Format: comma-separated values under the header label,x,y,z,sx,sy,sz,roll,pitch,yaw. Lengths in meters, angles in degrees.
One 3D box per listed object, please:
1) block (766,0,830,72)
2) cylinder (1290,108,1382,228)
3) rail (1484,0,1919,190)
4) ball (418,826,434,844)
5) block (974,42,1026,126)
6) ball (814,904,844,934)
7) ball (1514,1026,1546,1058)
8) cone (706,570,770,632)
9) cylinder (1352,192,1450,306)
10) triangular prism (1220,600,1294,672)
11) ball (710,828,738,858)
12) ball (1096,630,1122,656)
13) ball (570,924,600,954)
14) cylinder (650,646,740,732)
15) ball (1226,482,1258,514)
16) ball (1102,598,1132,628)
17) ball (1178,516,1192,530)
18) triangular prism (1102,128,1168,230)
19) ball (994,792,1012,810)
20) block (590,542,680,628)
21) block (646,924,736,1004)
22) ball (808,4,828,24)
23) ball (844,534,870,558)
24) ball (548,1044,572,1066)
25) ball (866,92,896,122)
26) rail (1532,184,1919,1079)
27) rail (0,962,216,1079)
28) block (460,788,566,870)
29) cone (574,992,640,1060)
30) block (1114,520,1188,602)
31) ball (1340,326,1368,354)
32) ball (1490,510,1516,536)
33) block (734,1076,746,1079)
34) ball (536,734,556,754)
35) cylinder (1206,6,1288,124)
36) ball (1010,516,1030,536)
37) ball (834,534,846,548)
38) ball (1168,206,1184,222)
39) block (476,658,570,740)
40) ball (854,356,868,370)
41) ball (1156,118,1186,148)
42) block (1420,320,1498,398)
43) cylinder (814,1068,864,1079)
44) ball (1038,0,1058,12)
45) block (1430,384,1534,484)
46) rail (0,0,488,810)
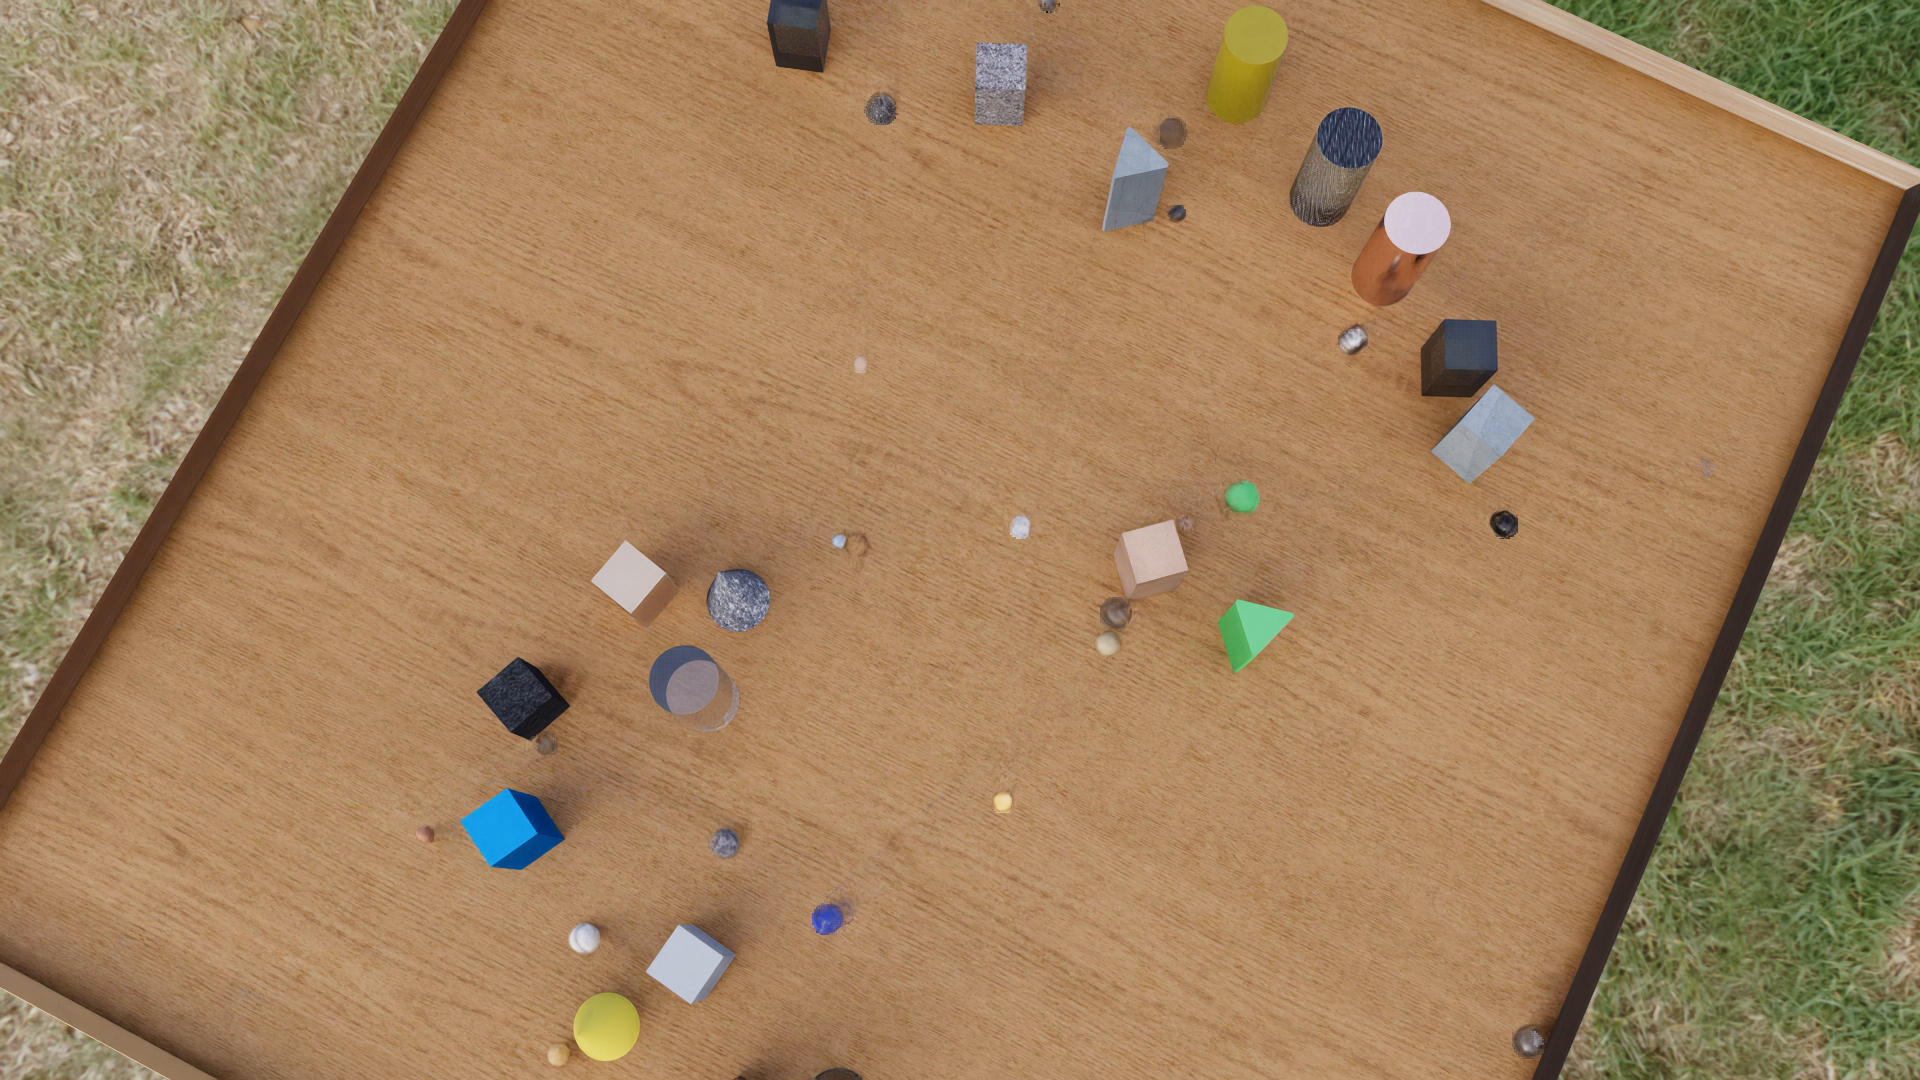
label,x,y,z,sx,sy,sz,roll,pitch,yaw
block,-0.508,-1.627,5.803,0.155,0.293,0.155,8,78,2
cylinder,1.146,-1.135,5.614,0.193,0.464,0.193,0,78,0
rail,1.061,-2.071,5.980,4.416,0.125,0.045,26,80,5
ball,-1.576,0.871,5.412,0.048,0.048,0.048,0,78,0
block,0.127,-1.435,5.781,0.155,0.259,0.155,2,78,0
ball,-0.382,1.104,5.344,0.086,0.086,0.086,0,78,0
ball,1.640,1.443,5.273,0.088,0.088,0.088,0,78,0
cone,-0.675,0.136,5.349,0.193,0.469,0.193,0,78,0
cylinder,1.332,-0.877,5.562,0.193,0.462,0.193,0,78,0
triangular prism,0.838,0.258,5.381,0.145,0.357,0.167,44,82,8
ball,-0.694,0.893,5.388,0.085,0.085,0.085,0,78,0
ball,0.447,0.311,5.514,0.075,0.075,0.075,0,78,0
ball,-1.090,1.160,5.332,0.087,0.087,0.087,0,78,0
cylinder,-0.760,0.434,5.282,0.193,0.478,0.193,0,78,0
ball,0.858,-0.130,5.594,0.097,0.097,0.097,0,78,0
ball,0.472,0.221,5.524,0.091,0.091,0.091,0,78,0
ball,0.690,-0.050,5.604,0.044,0.044,0.044,0,78,0
triangular prism,0.518,-1.113,5.629,0.167,0.427,0.145,-13,79,-3
ball,0.127,0.774,5.427,0.057,0.057,0.057,0,78,0
block,-0.962,0.135,5.448,0.155,0.275,0.155,38,81,7
block,-0.763,1.205,5.219,0.155,0.290,0.155,34,80,7
ball,-0.462,-1.706,5.937,0.064,0.064,0.064,0,78,0
ball,-0.314,0.016,5.574,0.075,0.075,0.075,0,78,0
ball,-1.152,1.483,5.277,0.064,0.064,0.064,0,78,0
ball,-0.252,-1.381,5.854,0.094,0.094,0.094,0,78,0
rail,1.954,0.963,5.352,0.045,0.125,4.792,26,80,5
rail,-1.061,2.084,5.120,4.416,0.125,0.045,26,80,5
block,-1.278,0.833,5.258,0.155,0.364,0.155,-35,80,-7
cone,-1.026,1.371,5.120,0.193,0.417,0.193,0,78,0
block,0.563,0.065,5.442,0.155,0.314,0.155,-15,79,-3
ball,1.228,-0.625,5.702,0.086,0.086,0.086,0,78,0
ball,1.656,-0.050,5.587,0.079,0.079,0.079,0,78,0
block,-0.606,1.620,5.135,0.155,0.286,0.155,27,80,5
ball,-1.233,0.608,5.458,0.063,0.063,0.063,0,78,0
cylinder,0.891,-1.476,5.710,0.193,0.414,0.193,0,78,0
ball,0.185,-0.042,5.594,0.062,0.062,0.062,0,78,0
ball,-0.367,0.004,5.595,0.040,0.040,0.040,0,78,0
ball,0.685,-1.032,5.805,0.050,0.050,0.050,0,78,0
block,-1.281,0.469,5.389,0.155,0.256,0.155,-41,81,-8
ball,-0.310,-0.549,5.708,0.043,0.043,0.043,0,78,0
ball,0.671,-1.298,5.839,0.091,0.091,0.091,0,78,0
block,1.518,-0.551,5.583,0.155,0.288,0.155,2,78,0
cylinder,-0.351,1.581,5.093,0.193,0.384,0.193,0,78,0
ball,0.284,-1.749,5.945,0.066,0.066,0.066,0,78,0
block,1.566,-0.314,5.506,0.155,0.345,0.155,42,81,8
rail,-1.954,-0.950,5.748,0.045,0.125,4.792,26,80,5
